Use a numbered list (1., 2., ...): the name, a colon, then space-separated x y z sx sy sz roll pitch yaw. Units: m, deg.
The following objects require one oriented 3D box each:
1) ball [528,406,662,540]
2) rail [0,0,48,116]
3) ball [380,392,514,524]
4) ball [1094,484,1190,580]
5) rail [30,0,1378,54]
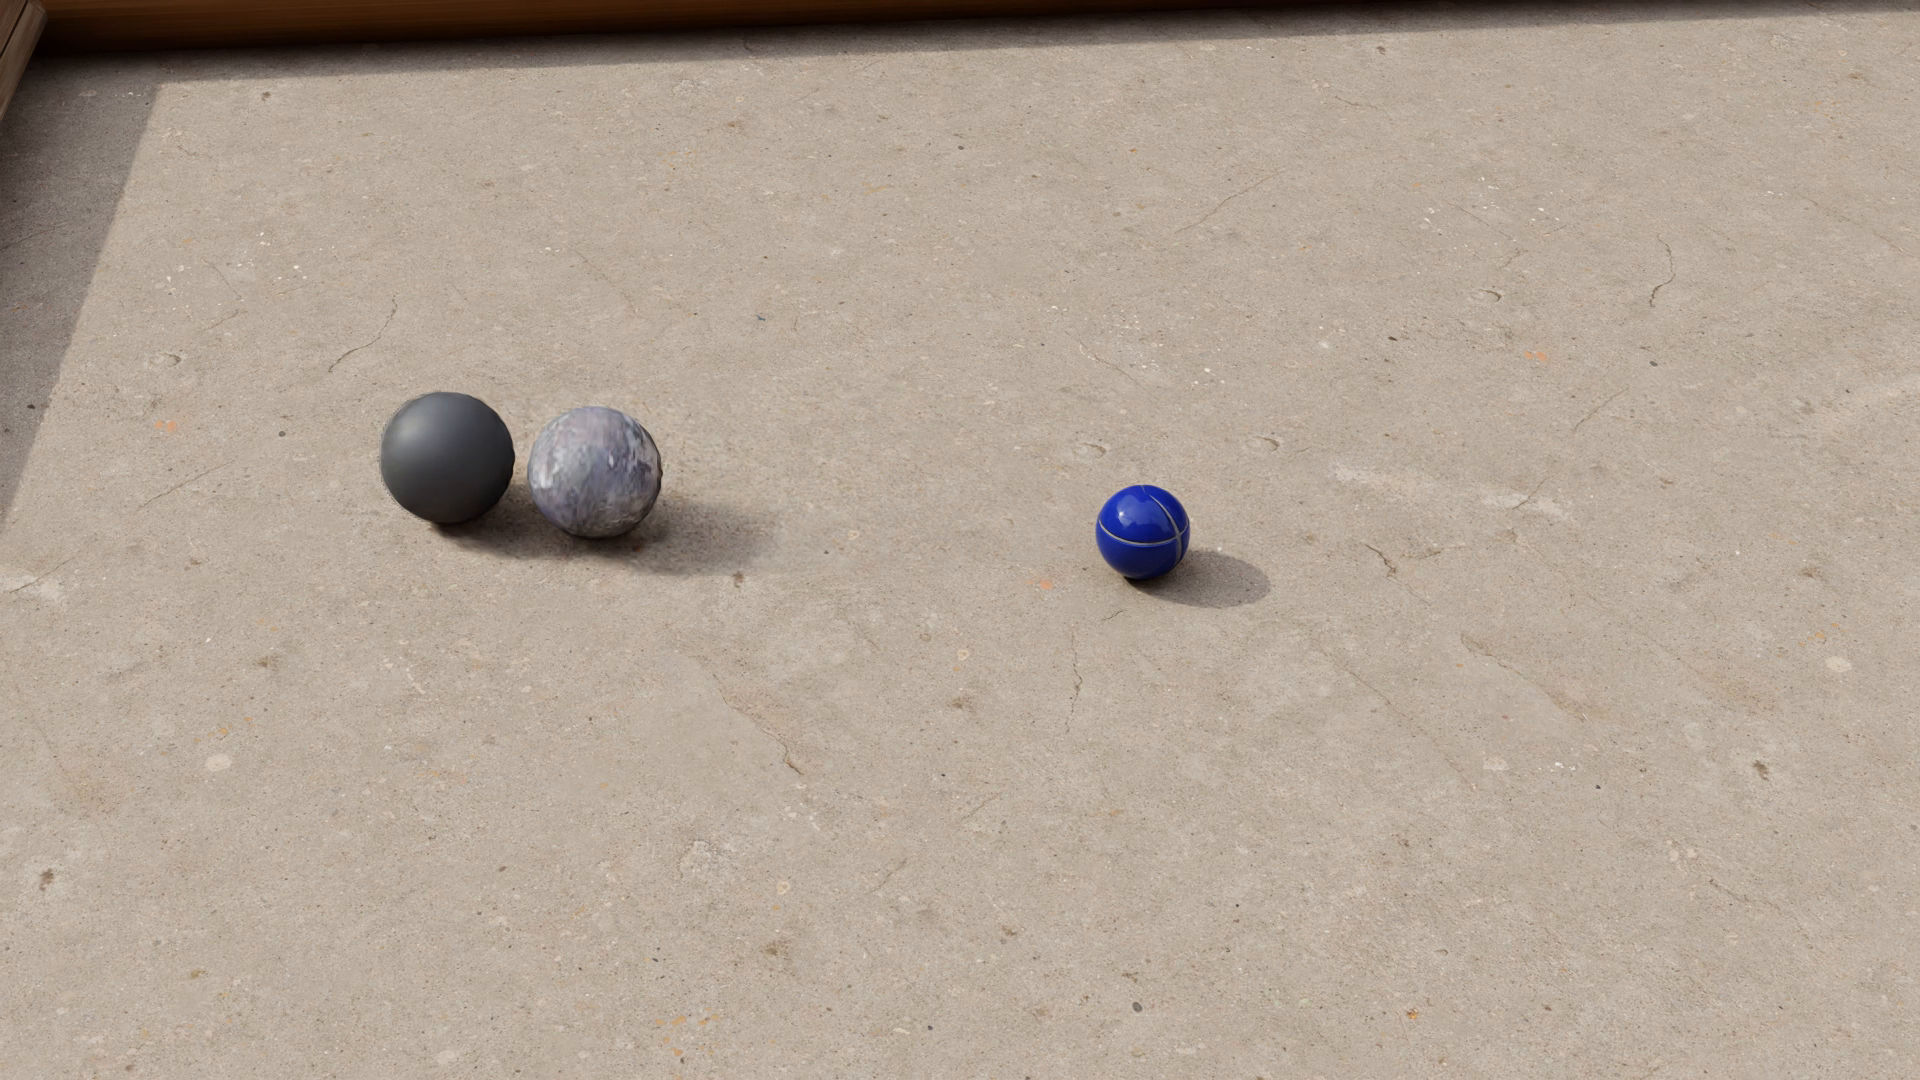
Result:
1. ball: -0.243 -0.045 1.705 0.089 0.089 0.089 0 36 0
2. rail: -0.748 0.024 1.586 0.045 0.115 1.758 -3 36 -4
3. ball: -0.343 -0.055 1.720 0.089 0.089 0.089 0 36 0
4. ball: 0.119 -0.005 1.673 0.062 0.062 0.062 0 36 0
5. rail: 0.691 -0.559 2.392 3.098 0.115 0.045 -3 36 -4
